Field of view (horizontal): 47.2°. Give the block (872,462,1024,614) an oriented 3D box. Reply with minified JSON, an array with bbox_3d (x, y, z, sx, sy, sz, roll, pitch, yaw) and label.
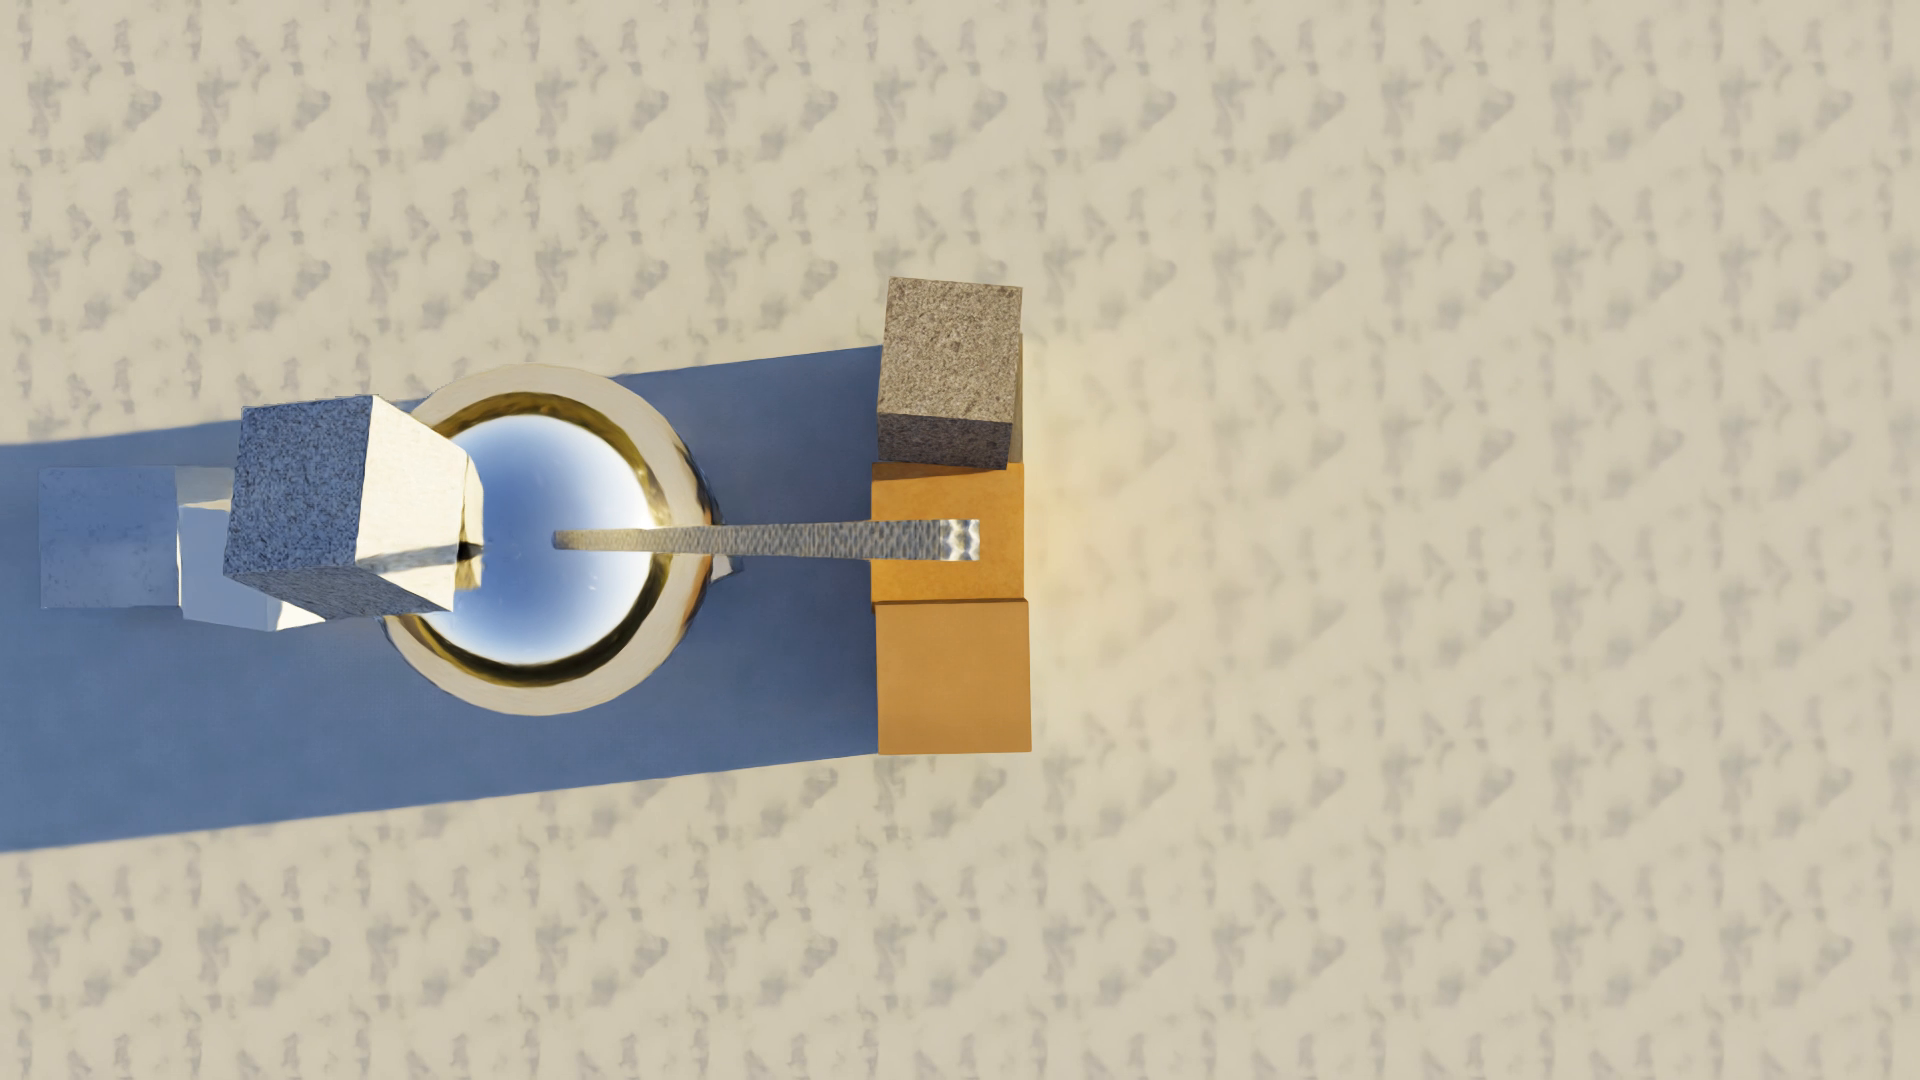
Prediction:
[{"bbox_3d":[-0.068,-0.008,12.585,0.845,0.829,0.837,0,90,0],"label":"block"}]

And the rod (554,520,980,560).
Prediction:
[{"bbox_3d":[-0.829,0.000,6.745,0.080,5.200,0.080,0,90,-19],"label":"rod"}]

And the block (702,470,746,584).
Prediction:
[{"bbox_3d":[-1.735,0.029,12.632,0.745,0.733,0.641,-23,90,0],"label":"block"}]

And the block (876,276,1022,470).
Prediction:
[{"bbox_3d":[-0.059,-0.889,11.891,0.709,0.786,0.763,5,73,0],"label":"block"}]

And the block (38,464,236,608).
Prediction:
[{"bbox_3d":[-4.671,-0.019,12.559,0.791,0.811,0.776,-1,90,5],"label":"block"}]

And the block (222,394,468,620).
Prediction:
[{"bbox_3d":[-2.482,-0.118,8.933,0.605,0.701,0.694,-4,72,18],"label":"block"}]

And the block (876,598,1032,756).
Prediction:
[{"bbox_3d":[-0.033,0.721,11.822,0.799,0.703,0.783,-1,90,0],"label":"block"}]

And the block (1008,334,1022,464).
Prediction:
[{"bbox_3d":[-0.009,-0.801,12.688,0.728,0.624,0.728,0,90,0],"label":"block"}]

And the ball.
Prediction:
[{"bbox_3d":[-1.913,0.000,9.967,1.600,1.600,1.600,0,90,0],"label":"ball"}]

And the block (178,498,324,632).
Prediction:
[{"bbox_3d":[-3.510,0.100,11.269,0.628,0.672,0.580,6,99,31],"label":"block"}]
